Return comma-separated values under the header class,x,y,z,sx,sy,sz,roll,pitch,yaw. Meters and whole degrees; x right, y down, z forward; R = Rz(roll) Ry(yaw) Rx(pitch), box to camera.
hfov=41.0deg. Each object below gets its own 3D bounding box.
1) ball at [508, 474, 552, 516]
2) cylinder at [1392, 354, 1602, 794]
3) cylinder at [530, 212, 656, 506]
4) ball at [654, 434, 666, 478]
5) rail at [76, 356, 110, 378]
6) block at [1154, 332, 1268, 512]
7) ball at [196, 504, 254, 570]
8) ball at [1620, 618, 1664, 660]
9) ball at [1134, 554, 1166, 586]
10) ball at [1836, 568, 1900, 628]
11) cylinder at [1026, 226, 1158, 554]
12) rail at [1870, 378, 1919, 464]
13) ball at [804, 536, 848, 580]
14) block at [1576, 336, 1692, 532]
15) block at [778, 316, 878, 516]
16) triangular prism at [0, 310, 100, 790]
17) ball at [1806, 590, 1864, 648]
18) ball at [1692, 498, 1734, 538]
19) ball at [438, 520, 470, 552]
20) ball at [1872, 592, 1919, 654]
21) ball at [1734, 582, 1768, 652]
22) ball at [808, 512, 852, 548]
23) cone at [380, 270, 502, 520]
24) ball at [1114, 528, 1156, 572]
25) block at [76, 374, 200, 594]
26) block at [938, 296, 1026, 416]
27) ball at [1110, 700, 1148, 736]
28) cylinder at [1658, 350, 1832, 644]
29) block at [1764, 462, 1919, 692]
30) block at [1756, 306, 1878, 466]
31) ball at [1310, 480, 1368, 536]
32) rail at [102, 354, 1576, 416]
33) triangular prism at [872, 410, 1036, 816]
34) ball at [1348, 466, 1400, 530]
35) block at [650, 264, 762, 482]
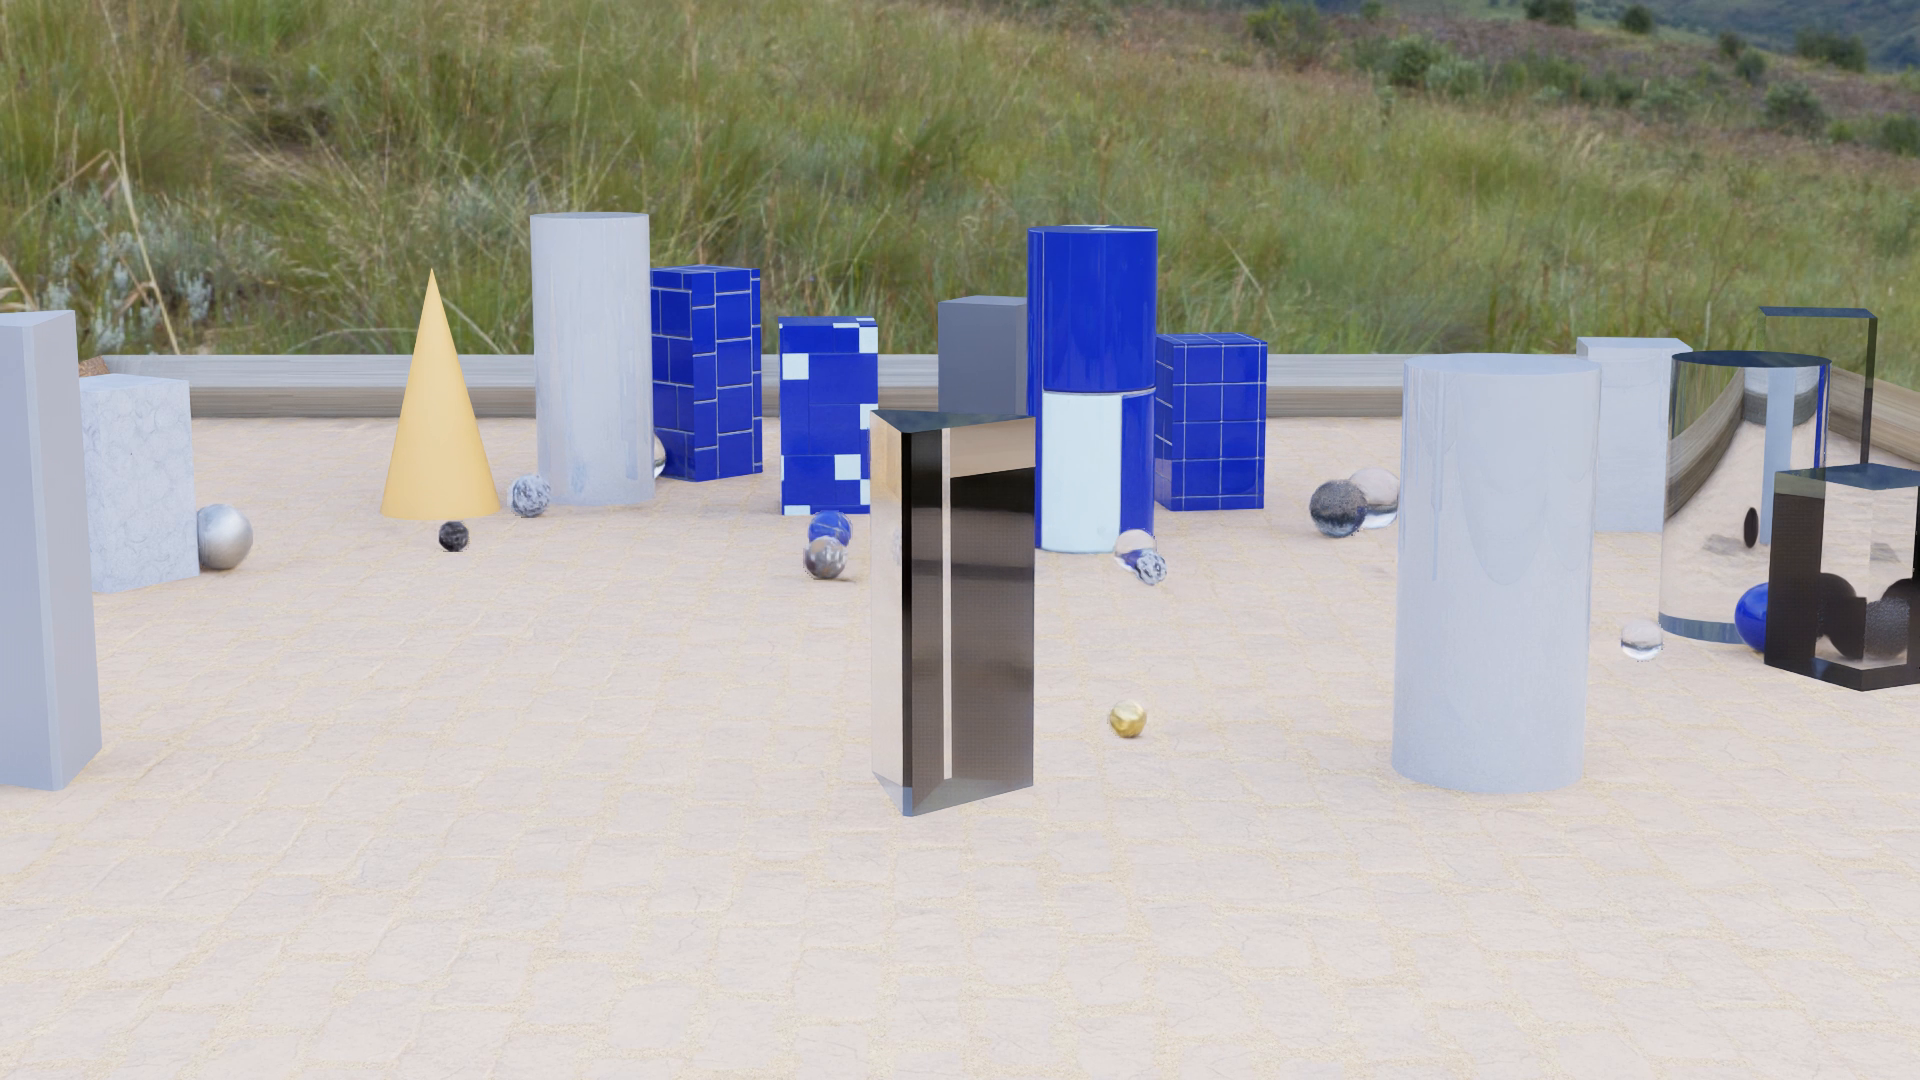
class,x,y,z,sx,sy,sz,roll,pitch,yaw
ball,-0.702,-0.072,4.188,0.070,0.070,0.070,0,10,0
cylinder,0.553,0.029,2.658,0.198,0.426,0.198,0,10,0
cylinder,-0.621,-0.310,4.347,0.198,0.478,0.198,0,10,0
ball,-0.565,-0.148,4.531,0.094,0.094,0.094,0,10,0
rail,-1.760,0.035,3.439,0.045,0.129,3.926,0,10,0
block,0.414,-0.200,4.307,0.159,0.278,0.159,-2,11,-9
ball,-1.083,-0.005,3.750,0.096,0.096,0.096,0,10,0
ball,0.844,0.123,3.179,0.052,0.052,0.052,0,10,0
ball,0.271,0.042,3.638,0.046,0.046,0.046,0,10,0
ball,1.188,0.076,3.358,0.080,0.080,0.080,0,10,0
cylinder,0.200,-0.233,3.923,0.198,0.482,0.198,0,10,0
rail,1.760,0.031,3.459,0.045,0.129,3.926,0,10,0
ball,-0.193,0.026,3.680,0.062,0.062,0.062,0,10,0
block,1.072,-0.171,4.111,0.159,0.291,0.159,1,11,7
block,-0.220,-0.209,4.264,0.159,0.311,0.159,-1,11,-5
triangular prism,-0.963,0.004,2.668,0.172,0.473,0.149,5,12,25
ball,1.106,0.099,3.251,0.073,0.073,0.073,0,10,0
ball,1.172,-0.033,3.995,0.063,0.063,0.063,0,10,0
ball,-0.768,-0.006,3.892,0.047,0.047,0.047,0,10,0
ball,1.183,0.104,3.209,0.078,0.078,0.078,0,10,0
ball,1.017,0.098,3.214,0.090,0.090,0.090,0,10,0
ball,-0.197,-0.010,3.861,0.066,0.066,0.066,0,10,0
cone,-0.862,-0.247,4.220,0.198,0.402,0.198,0,10,0
ball,0.254,0.015,3.739,0.062,0.062,0.062,0,10,0
block,-1.211,-0.084,3.665,0.159,0.283,0.159,7,12,32
block,0.066,-0.297,4.777,0.159,0.298,0.159,5,12,26
ball,0.185,0.195,2.818,0.041,0.041,0.041,0,10,0
cylinder,1.017,-0.059,3.332,0.198,0.354,0.198,0,10,0
block,1.096,0.041,3.104,0.159,0.240,0.159,-5,12,-26
block,1.302,-0.171,3.934,0.159,0.357,0.159,2,11,13
ball,0.591,-0.050,4.010,0.090,0.090,0.090,0,10,0
rail,-0.011,-0.320,5.356,3.567,0.129,0.045,0,10,0
triangular prism,-0.039,0.064,2.595,0.172,0.381,0.149,-9,14,-42
ball,0.657,-0.067,4.076,0.099,0.099,0.099,0,10,0
block,-0.470,-0.303,4.614,0.159,0.368,0.159,10,14,43
